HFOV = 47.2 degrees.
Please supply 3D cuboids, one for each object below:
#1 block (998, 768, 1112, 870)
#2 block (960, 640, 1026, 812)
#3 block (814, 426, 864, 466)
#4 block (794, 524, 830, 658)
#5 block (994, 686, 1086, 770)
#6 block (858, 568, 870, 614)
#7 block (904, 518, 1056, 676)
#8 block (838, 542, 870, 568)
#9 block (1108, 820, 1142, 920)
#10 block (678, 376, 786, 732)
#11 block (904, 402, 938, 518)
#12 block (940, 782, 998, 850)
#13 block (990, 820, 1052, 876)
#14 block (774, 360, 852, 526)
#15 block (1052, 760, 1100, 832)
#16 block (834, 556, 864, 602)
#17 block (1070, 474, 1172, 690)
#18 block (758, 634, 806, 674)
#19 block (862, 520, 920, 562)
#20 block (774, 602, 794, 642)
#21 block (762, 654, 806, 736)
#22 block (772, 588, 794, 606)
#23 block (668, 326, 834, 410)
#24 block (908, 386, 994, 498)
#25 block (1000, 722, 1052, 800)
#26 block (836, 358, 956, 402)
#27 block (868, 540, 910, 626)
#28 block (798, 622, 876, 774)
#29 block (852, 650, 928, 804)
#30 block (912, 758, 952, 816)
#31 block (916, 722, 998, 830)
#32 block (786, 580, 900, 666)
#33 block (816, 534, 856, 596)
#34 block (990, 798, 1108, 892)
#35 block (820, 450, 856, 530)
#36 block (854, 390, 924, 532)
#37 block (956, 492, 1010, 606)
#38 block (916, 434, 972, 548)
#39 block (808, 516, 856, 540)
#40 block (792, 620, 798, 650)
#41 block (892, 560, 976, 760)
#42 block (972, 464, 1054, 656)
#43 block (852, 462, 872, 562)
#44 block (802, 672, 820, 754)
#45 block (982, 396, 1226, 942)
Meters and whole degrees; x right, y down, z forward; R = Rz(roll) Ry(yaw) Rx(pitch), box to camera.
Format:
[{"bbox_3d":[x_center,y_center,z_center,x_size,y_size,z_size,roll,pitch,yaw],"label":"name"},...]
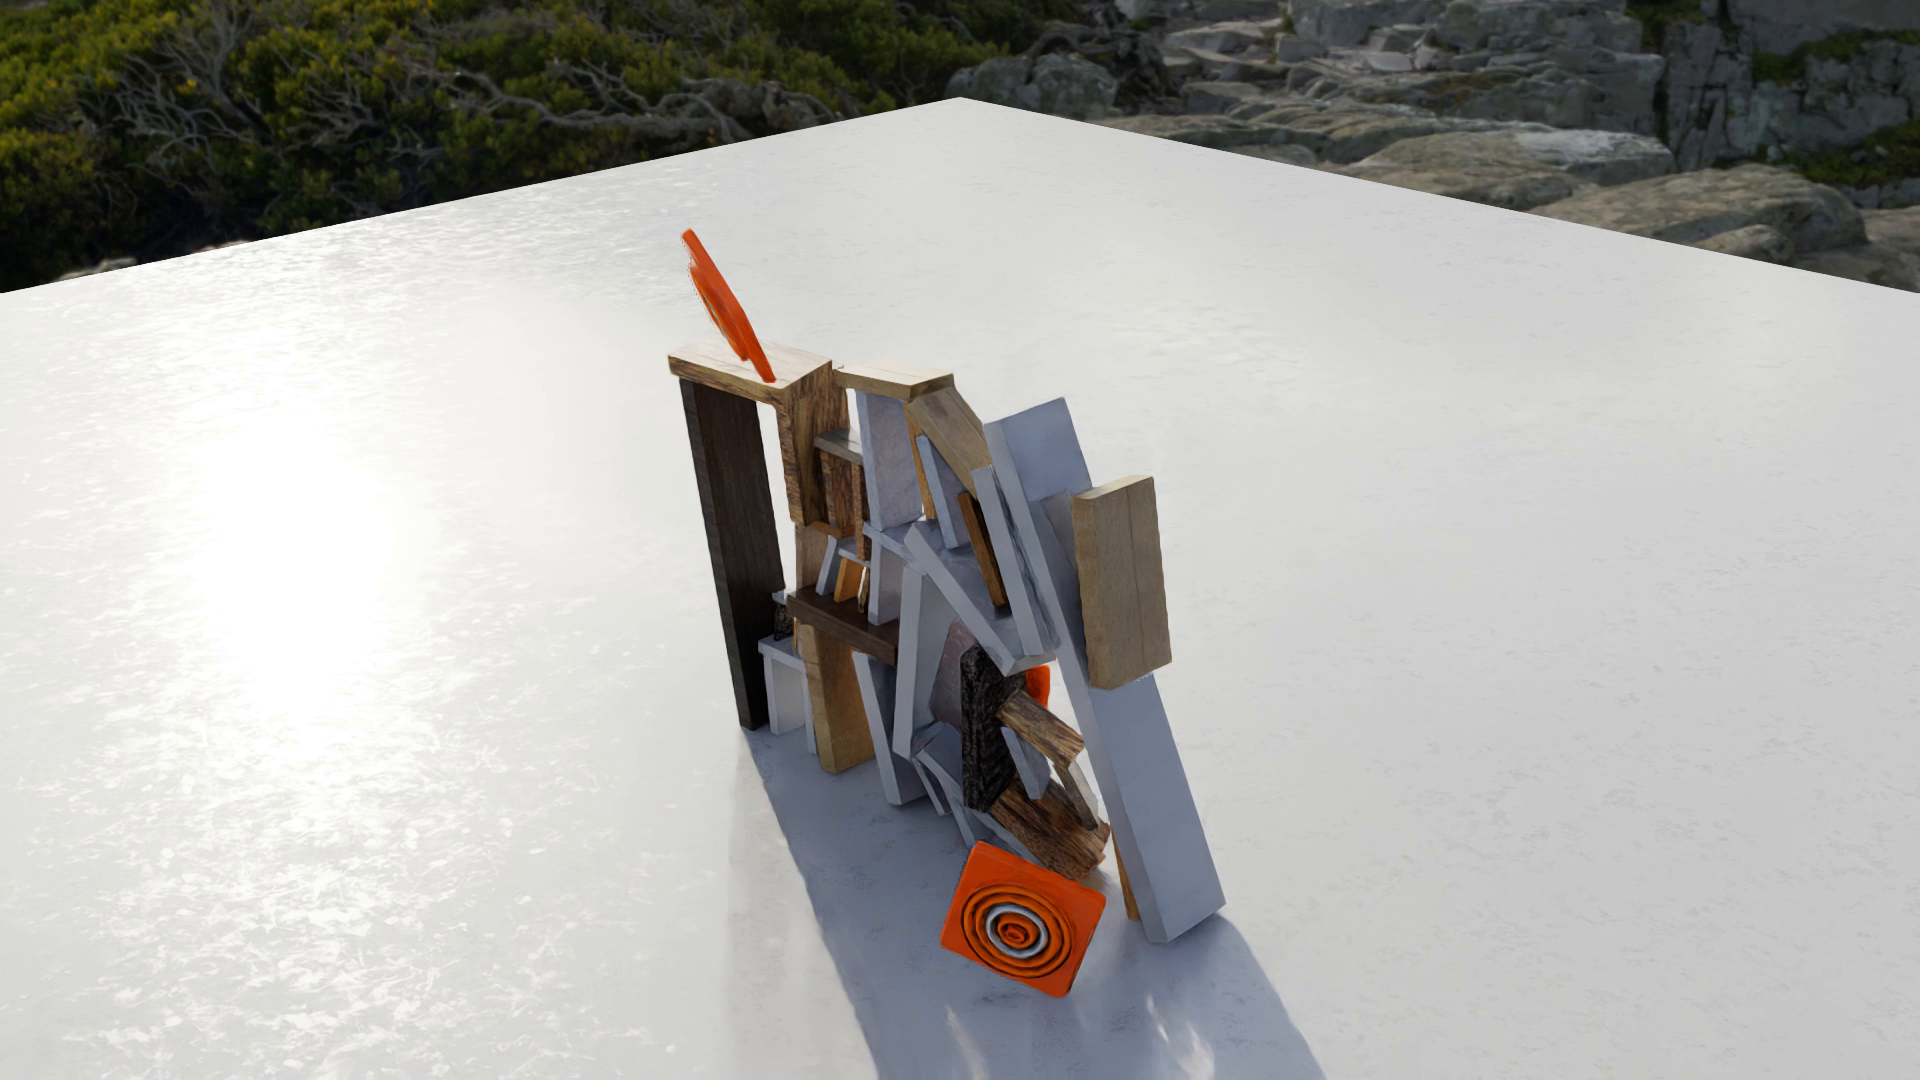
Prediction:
[{"bbox_3d":[0.185,0.525,4.223,0.222,0.031,0.111,40,34,-3],"label":"block"},{"bbox_3d":[0.065,0.328,4.174,0.049,0.343,0.171,15,35,24],"label":"block"},{"bbox_3d":[-0.206,-0.185,4.364,0.080,0.023,0.160,-21,32,-40],"label":"block"},{"bbox_3d":[-0.308,0.093,4.602,0.075,0.311,0.021,-21,32,-40],"label":"block"},{"bbox_3d":[0.152,0.352,4.106,0.168,0.024,0.084,38,35,9],"label":"block"},{"bbox_3d":[-0.173,0.095,4.448,0.055,0.110,0.016,-21,46,-41],"label":"block"},{"bbox_3d":[0.060,0.092,4.120,0.171,0.049,0.343,-15,58,-40],"label":"block"},{"bbox_3d":[-0.188,0.031,4.436,0.055,0.016,0.110,-21,32,-40],"label":"block"},{"bbox_3d":[0.341,0.584,4.100,0.111,0.222,0.031,-22,15,-41],"label":"block"},{"bbox_3d":[-0.455,0.012,4.634,0.043,0.845,0.152,21,39,40],"label":"block"},{"bbox_3d":[-0.044,-0.161,4.170,0.031,0.221,0.111,-7,8,33],"label":"block"},{"bbox_3d":[0.020,0.497,4.343,0.028,0.201,0.100,-18,6,46],"label":"block"},{"bbox_3d":[0.131,0.566,4.299,0.201,0.028,0.100,38,40,24],"label":"block"},{"bbox_3d":[-0.288,-0.194,4.428,0.152,0.303,0.043,-29,37,-35],"label":"block"},{"bbox_3d":[0.220,0.464,4.191,0.024,0.168,0.084,-22,26,13],"label":"block"},{"bbox_3d":[-0.225,0.073,4.494,0.055,0.110,0.016,-21,48,-41],"label":"block"},{"bbox_3d":[0.291,0.074,3.948,0.050,0.351,0.175,6,19,43],"label":"block"},{"bbox_3d":[-0.336,0.240,4.688,0.184,0.026,0.092,21,30,39],"label":"block"},{"bbox_3d":[-0.095,-0.001,4.318,0.094,0.027,0.187,-19,36,-38],"label":"block"},{"bbox_3d":[-0.375,0.167,4.705,0.013,0.094,0.047,30,36,35],"label":"block"},{"bbox_3d":[-0.375,0.321,4.766,0.092,0.184,0.026,-21,25,-41],"label":"block"},{"bbox_3d":[-0.349,0.127,4.661,0.047,0.013,0.094,-21,31,-40],"label":"block"},{"bbox_3d":[-0.416,-0.344,4.356,0.303,0.043,0.152,19,38,33],"label":"block"},{"bbox_3d":[0.008,-0.182,4.069,0.108,0.031,0.217,-22,69,-45],"label":"block"},{"bbox_3d":[0.126,0.399,4.168,0.024,0.168,0.084,-11,26,24],"label":"block"},{"bbox_3d":[-0.124,-0.308,4.213,0.111,0.031,0.221,-19,23,-38],"label":"block"},{"bbox_3d":[-0.137,0.071,4.406,0.094,0.187,0.027,-21,36,-40],"label":"block"},{"bbox_3d":[-0.239,0.307,4.617,0.162,0.325,0.046,-21,20,-41],"label":"block"},{"bbox_3d":[-0.110,0.359,4.500,0.162,0.325,0.046,-21,12,-40],"label":"block"},{"bbox_3d":[-0.041,0.481,4.470,0.075,0.149,0.021,-19,-13,-38],"label":"block"},{"bbox_3d":[0.016,0.458,4.279,0.201,0.028,0.100,45,41,0],"label":"block"},{"bbox_3d":[-0.186,0.158,4.496,0.162,0.046,0.325,-21,32,-40],"label":"block"},{"bbox_3d":[-0.247,0.042,4.515,0.075,0.149,0.021,-21,51,-40],"label":"block"},{"bbox_3d":[0.170,0.565,4.235,0.222,0.031,0.111,44,37,10],"label":"block"},{"bbox_3d":[-0.233,-0.110,4.424,0.080,0.160,0.023,-21,21,-40],"label":"block"},{"bbox_3d":[-0.138,-0.168,4.298,0.111,0.282,0.031,-21,22,-40],"label":"block"},{"bbox_3d":[0.075,0.004,4.072,0.108,0.217,0.031,-21,4,-43],"label":"block"},{"bbox_3d":[-0.007,-0.104,4.120,0.031,0.217,0.108,-8,11,45],"label":"block"},{"bbox_3d":[-0.264,-0.042,4.497,0.075,0.021,0.149,-21,31,-40],"label":"block"},{"bbox_3d":[-0.330,0.184,4.664,0.047,0.094,0.013,-22,42,-41],"label":"block"},{"bbox_3d":[-0.044,0.216,4.312,0.049,0.426,0.171,28,37,35],"label":"block"},{"bbox_3d":[0.147,0.020,4.027,0.175,0.351,0.050,-18,3,-42],"label":"block"},{"bbox_3d":[-0.172,-0.065,4.379,0.080,0.205,0.023,-19,26,-38],"label":"block"},{"bbox_3d":[-0.288,0.355,4.686,0.092,0.184,0.026,-21,26,-41],"label":"block"},{"bbox_3d":[0.268,0.237,4.020,0.175,0.996,0.050,-23,7,-42],"label":"block"}]
